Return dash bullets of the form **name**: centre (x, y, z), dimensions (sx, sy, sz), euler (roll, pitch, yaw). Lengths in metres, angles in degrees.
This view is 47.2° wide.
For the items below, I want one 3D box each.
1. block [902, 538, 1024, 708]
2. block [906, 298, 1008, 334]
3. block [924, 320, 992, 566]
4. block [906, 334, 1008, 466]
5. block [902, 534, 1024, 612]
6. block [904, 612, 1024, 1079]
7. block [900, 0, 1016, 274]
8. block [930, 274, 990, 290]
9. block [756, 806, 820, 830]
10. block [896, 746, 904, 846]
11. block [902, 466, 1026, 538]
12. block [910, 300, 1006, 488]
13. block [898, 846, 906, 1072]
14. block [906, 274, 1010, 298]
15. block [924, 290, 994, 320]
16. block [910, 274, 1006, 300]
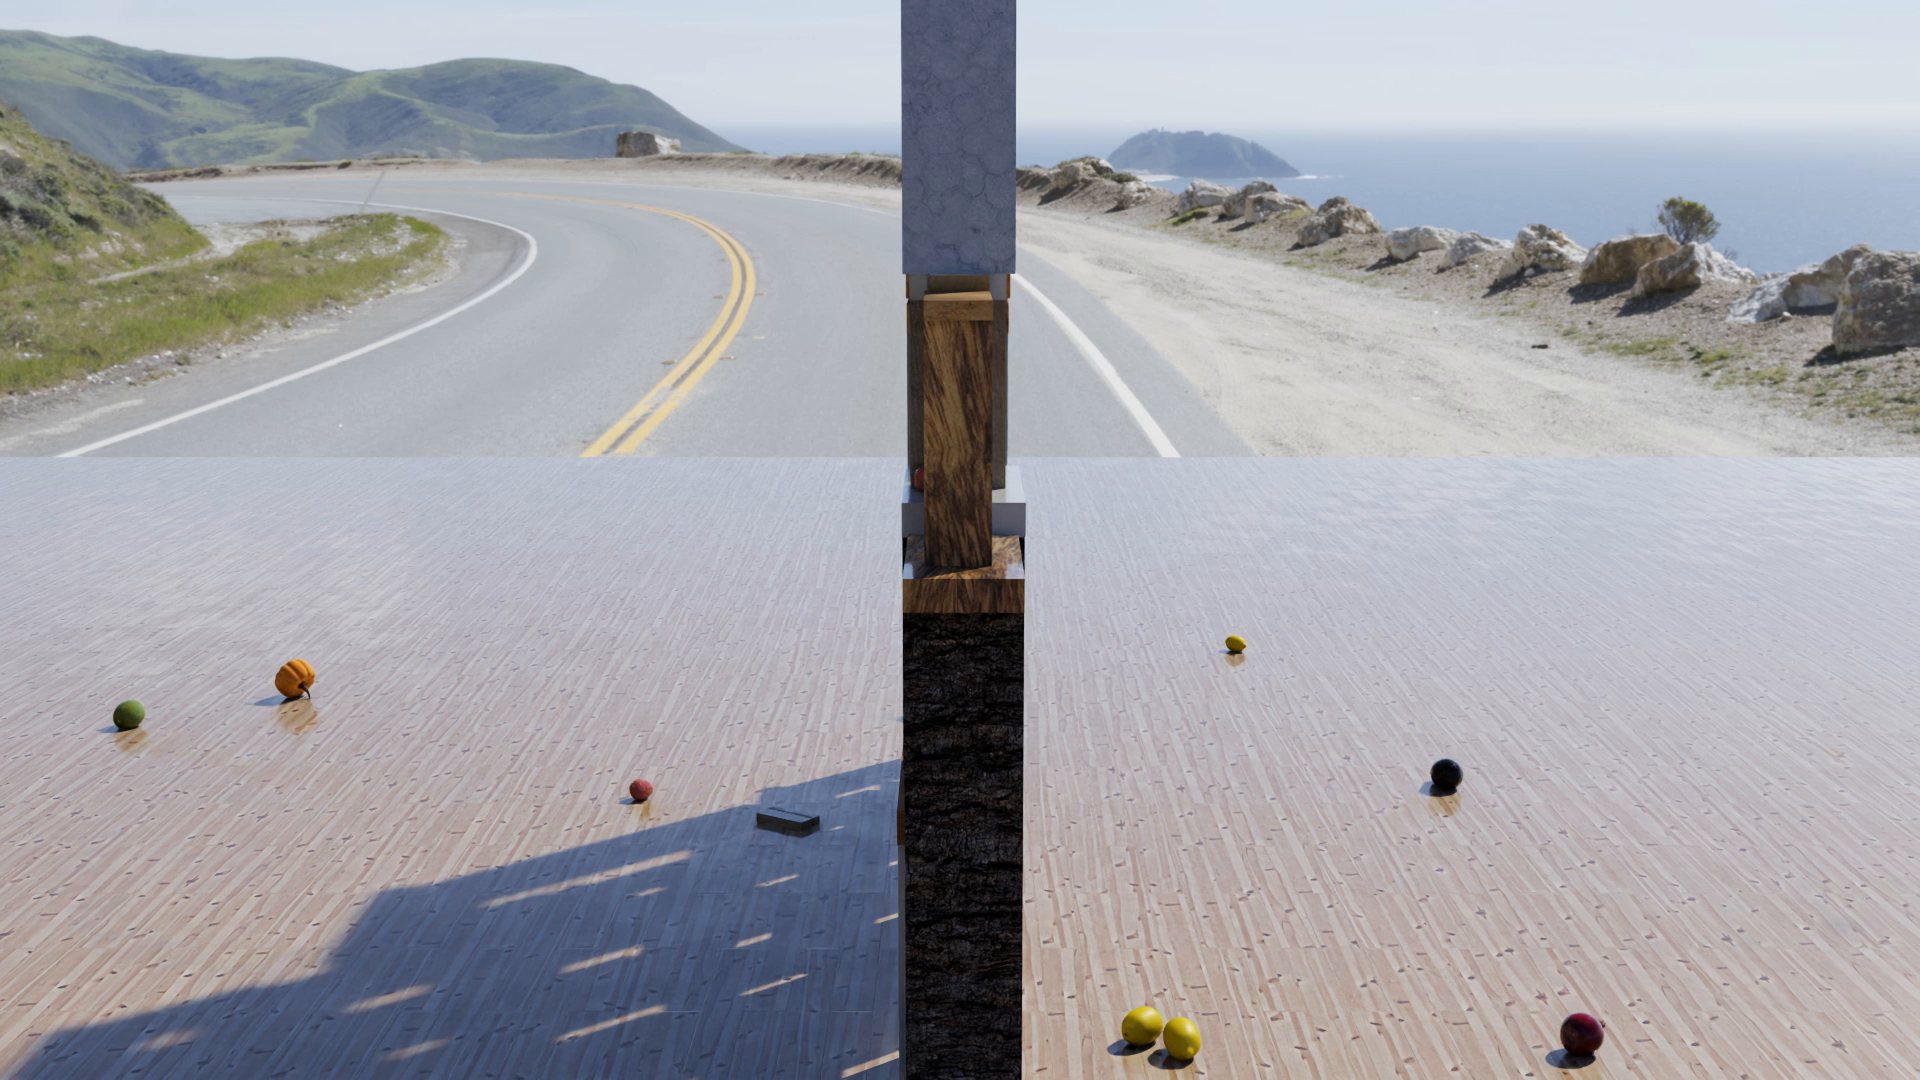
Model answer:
- **block**: centre (0.005, 0.151, 3.053), dimensions (0.167, 0.335, 0.047), euler (0, 11, 0)
- **block**: centre (-0.004, -0.385, 3.693), dimensions (0.164, 0.047, 0.328), euler (0, 10, 0)
- **block**: centre (-0.002, -0.121, 2.731), dimensions (0.085, 0.308, 0.024), euler (0, 11, 0)
- **block**: centre (-0.004, -0.180, 3.619), dimensions (0.164, 0.328, 0.047), euler (0, 11, -1)
- **block**: centre (0.004, 0.041, 2.820), dimensions (0.148, 0.042, 0.297), euler (0, 11, 0)
- **block**: centre (0.005, 0.411, 2.787), dimensions (0.148, 0.674, 0.042), euler (0, 11, 0)
- **block**: centre (-0.002, -0.613, 2.837), dimensions (0.148, 0.535, 0.042), euler (0, 10, 0)
- **block**: centre (0.000, -0.345, 2.917), dimensions (0.077, 0.022, 0.155), euler (0, 10, 0)
- **block**: centre (-0.317, 0.512, 4.048), dimensions (0.106, 0.015, 0.053), euler (7, 13, 34)
- **block**: centre (0.000, 0.347, 3.041), dimensions (0.165, 0.047, 0.330), euler (0, 11, 0)
- **block**: centre (0.004, -0.057, 3.127), dimensions (0.167, 0.047, 0.335), euler (0, 11, 0)
- **block**: centre (-0.003, -0.205, 3.070), dimensions (0.132, 0.265, 0.037), euler (0, 11, 0)
- **block**: centre (0.000, 0.552, 2.968), dimensions (0.165, 0.330, 0.047), euler (0, 11, 0)
- **block**: centre (-0.003, -0.577, 3.648), dimensions (0.174, 0.347, 0.049), euler (0, 10, 0)
- **block**: centre (-0.003, -0.294, 2.757), dimensions (0.085, 0.024, 0.169), euler (0, 11, -1)
- **block**: centre (-0.003, -0.370, 3.129), dimensions (0.132, 0.037, 0.265), euler (0, 11, 0)
